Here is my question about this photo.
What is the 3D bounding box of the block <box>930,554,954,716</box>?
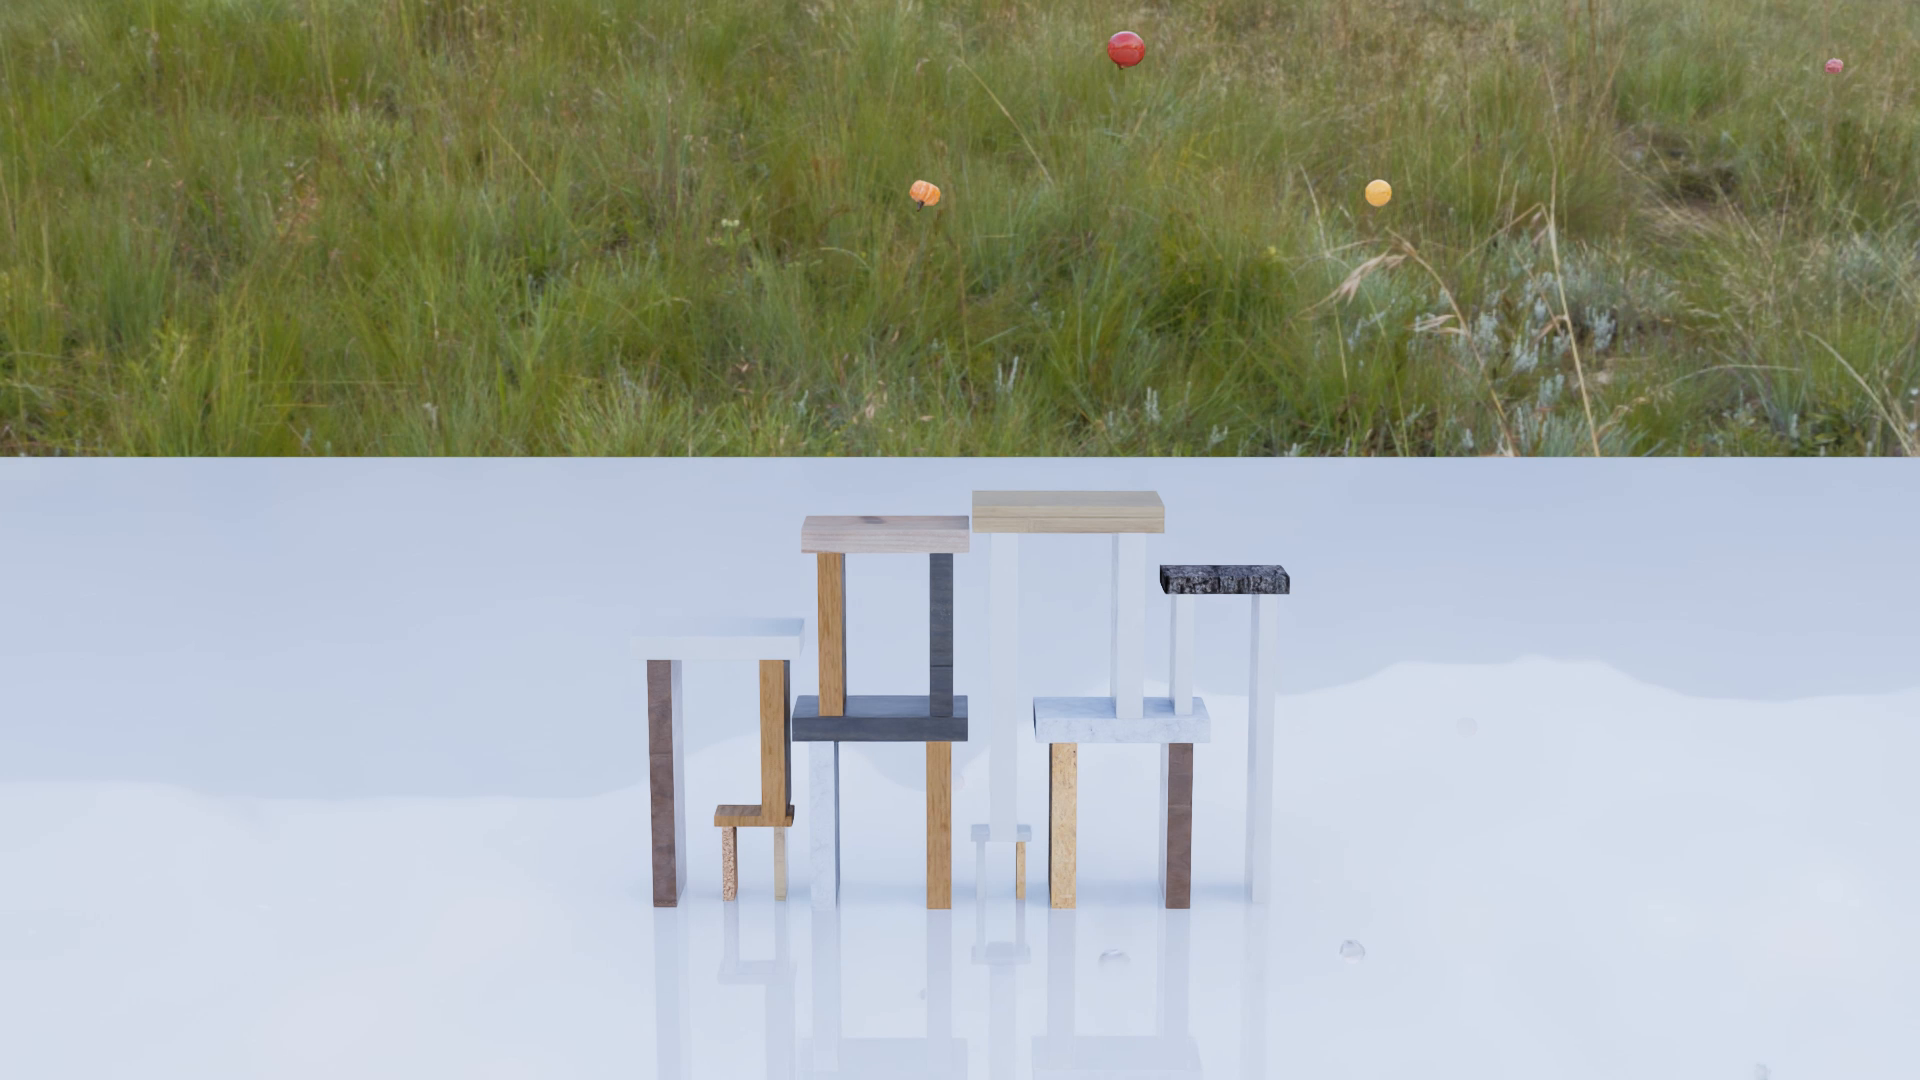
[{"bbox_3d":[-0.030,0.140,3.586,0.038,0.267,0.134,0,11,0],"label":"block"}]

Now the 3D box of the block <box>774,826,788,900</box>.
[{"bbox_3d":[-0.297,0.528,3.654,0.018,0.128,0.064,0,11,0],"label":"block"}]

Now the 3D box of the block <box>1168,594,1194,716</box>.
[{"bbox_3d":[0.362,0.176,3.594,0.028,0.200,0.100,0,11,0],"label":"block"}]

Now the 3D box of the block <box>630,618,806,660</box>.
[{"bbox_3d":[-0.393,0.161,3.592,0.271,0.038,0.135,0,11,0],"label":"block"}]

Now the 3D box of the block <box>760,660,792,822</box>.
[{"bbox_3d":[-0.303,0.313,3.620,0.038,0.271,0.135,0,10,0],"label":"block"}]

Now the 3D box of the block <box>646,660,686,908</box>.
[{"bbox_3d":[-0.483,0.385,3.633,0.038,0.417,0.135,0,11,0],"label":"block"}]

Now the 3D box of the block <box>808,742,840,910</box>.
[{"bbox_3d":[-0.223,0.451,3.639,0.040,0.284,0.142,0,11,0],"label":"block"}]

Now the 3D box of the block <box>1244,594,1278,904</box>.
[{"bbox_3d":[0.495,0.334,3.623,0.028,0.520,0.100,0,11,0],"label":"block"}]

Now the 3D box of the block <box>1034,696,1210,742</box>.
[{"bbox_3d":[0.263,0.295,3.612,0.281,0.040,0.140,0,11,0],"label":"block"}]

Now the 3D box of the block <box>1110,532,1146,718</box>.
[{"bbox_3d":[0.273,0.125,3.586,0.043,0.304,0.152,0,11,0],"label":"block"}]

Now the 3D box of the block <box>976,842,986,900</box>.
[{"bbox_3d":[0.034,0.541,3.657,0.014,0.100,0.050,0,11,0],"label":"block"}]

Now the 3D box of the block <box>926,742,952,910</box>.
[{"bbox_3d":[-0.034,0.451,3.639,0.040,0.284,0.142,0,11,0],"label":"block"}]

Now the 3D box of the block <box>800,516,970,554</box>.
[{"bbox_3d":[-0.119,-0.010,3.558,0.267,0.038,0.134,0,11,0],"label":"block"}]

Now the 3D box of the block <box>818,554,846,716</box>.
[{"bbox_3d":[-0.208,0.140,3.586,0.038,0.267,0.134,0,11,0],"label":"block"}]

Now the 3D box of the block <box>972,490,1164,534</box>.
[{"bbox_3d":[0.172,-0.046,3.555,0.304,0.043,0.152,0,11,0],"label":"block"}]

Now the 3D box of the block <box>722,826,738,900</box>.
[{"bbox_3d":[-0.382,0.528,3.654,0.018,0.128,0.064,0,11,0],"label":"block"}]

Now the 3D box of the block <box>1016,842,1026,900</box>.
[{"bbox_3d":[0.101,0.541,3.657,0.014,0.100,0.050,0,11,0],"label":"block"}]

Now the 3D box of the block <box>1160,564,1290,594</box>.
[{"bbox_3d":[0.429,0.064,3.573,0.200,0.028,0.100,0,11,0],"label":"block"}]

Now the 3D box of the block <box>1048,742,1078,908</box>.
[{"bbox_3d":[0.169,0.452,3.641,0.040,0.281,0.140,0,11,0],"label":"block"}]

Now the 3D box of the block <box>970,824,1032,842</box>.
[{"bbox_3d":[0.068,0.485,3.646,0.100,0.014,0.050,0,11,0],"label":"block"}]

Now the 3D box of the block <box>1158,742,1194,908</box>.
[{"bbox_3d":[0.357,0.452,3.641,0.040,0.281,0.140,0,11,0],"label":"block"}]

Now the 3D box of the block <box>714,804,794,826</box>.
[{"bbox_3d":[-0.340,0.456,3.640,0.128,0.018,0.064,0,11,0],"label":"block"}]

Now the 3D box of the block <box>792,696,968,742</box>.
[{"bbox_3d":[-0.129,0.292,3.610,0.284,0.040,0.142,0,11,0],"label":"block"}]

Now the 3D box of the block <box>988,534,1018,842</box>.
[{"bbox_3d":[0.070,0.226,3.605,0.043,0.511,0.152,0,11,0],"label":"block"}]
